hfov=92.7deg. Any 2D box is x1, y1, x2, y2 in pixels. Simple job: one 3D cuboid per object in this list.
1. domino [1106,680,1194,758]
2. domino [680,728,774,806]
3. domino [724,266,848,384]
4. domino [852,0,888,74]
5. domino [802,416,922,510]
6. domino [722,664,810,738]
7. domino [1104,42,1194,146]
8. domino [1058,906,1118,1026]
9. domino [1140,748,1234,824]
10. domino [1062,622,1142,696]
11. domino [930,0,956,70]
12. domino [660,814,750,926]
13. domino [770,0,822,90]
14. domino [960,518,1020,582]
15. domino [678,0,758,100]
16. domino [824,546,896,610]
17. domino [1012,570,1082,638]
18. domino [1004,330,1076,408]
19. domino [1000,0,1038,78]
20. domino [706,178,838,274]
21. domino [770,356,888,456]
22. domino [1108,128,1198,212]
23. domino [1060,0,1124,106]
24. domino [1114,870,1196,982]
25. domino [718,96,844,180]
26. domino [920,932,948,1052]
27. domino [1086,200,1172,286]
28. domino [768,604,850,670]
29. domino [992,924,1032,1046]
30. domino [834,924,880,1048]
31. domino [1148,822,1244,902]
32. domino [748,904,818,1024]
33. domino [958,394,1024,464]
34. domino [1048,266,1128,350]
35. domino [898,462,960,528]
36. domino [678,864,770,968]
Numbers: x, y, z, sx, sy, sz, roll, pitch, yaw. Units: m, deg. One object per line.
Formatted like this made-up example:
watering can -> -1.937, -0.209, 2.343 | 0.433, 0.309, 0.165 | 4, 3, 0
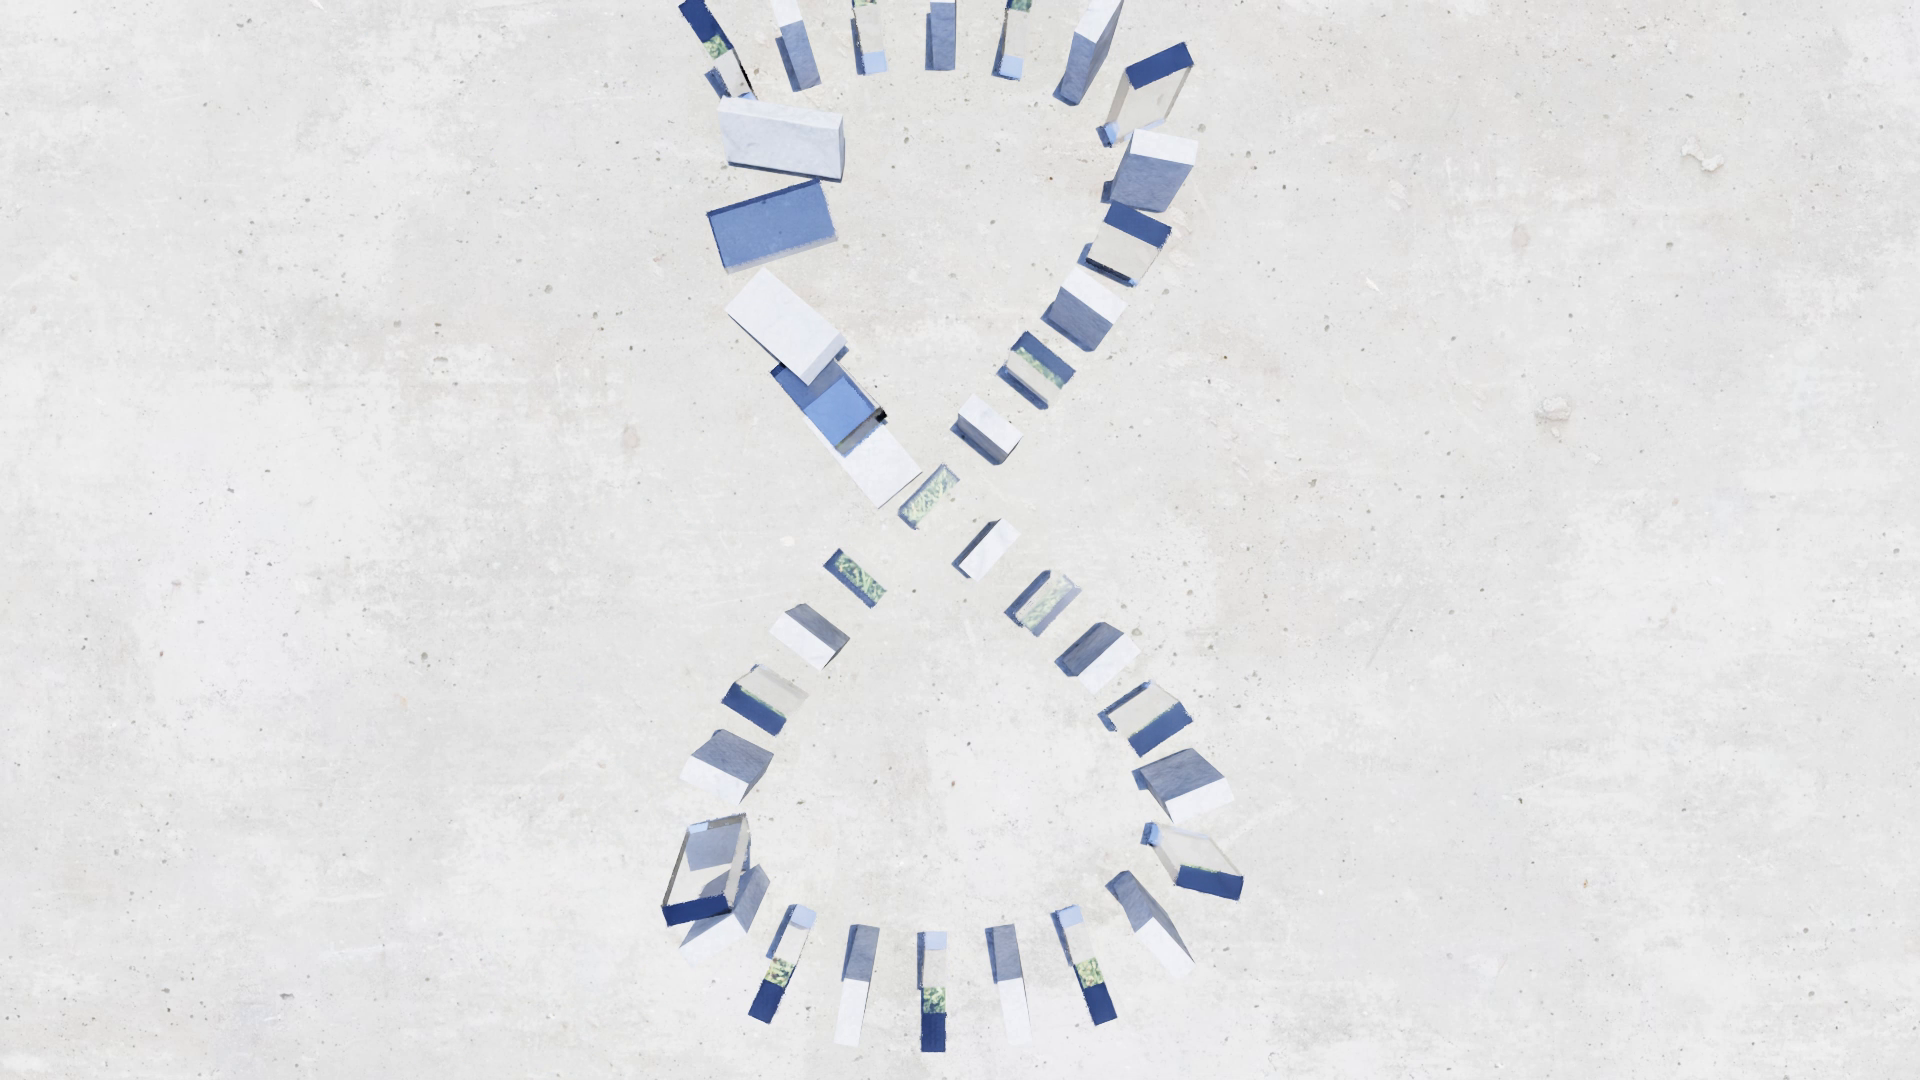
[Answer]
domino -> 0.076, 0.072, 0.375 | 0.025, 0.050, 0.009 | -34, 90, 0
domino -> -0.094, 0.092, 0.375 | 0.025, 0.050, 0.010 | 26, 90, 0
domino -> -0.074, -0.091, 0.387 | 0.050, 0.010, 0.025 | 42, 90, 19
domino -> -0.038, -0.216, 0.375 | 0.010, 0.050, 0.025 | -7, 90, 0
domino -> -0.042, -0.041, 0.395 | 0.025, 0.010, 0.050 | -40, 90, 0
domino -> -0.078, 0.065, 0.375 | 0.025, 0.050, 0.010 | 33, 90, 0
domino -> 0.076, -0.181, 0.375 | 0.025, 0.050, 0.009 | -24, 90, 0
domino -> 0.052, 0.173, 0.375 | 0.009, 0.050, 0.025 | -20, 90, 0
domino -> 0.092, 0.100, 0.375 | 0.025, 0.050, 0.010 | -22, 90, 0
domino -> 0.057, 0.047, 0.375 | 0.025, 0.050, 0.009 | -42, 90, 0
domino -> -0.006, -0.218, 0.375 | 0.009, 0.050, 0.025 | 1, 90, 0
domino -> -0.103, 0.134, 0.375 | 0.025, 0.050, 0.009 | -12, 109, 0
domino -> -0.069, -0.209, 0.375 | 0.010, 0.050, 0.025 | -19, 90, 0
domino -> 0.012, 0.004, 0.375 | 0.009, 0.050, 0.025 | 42, 90, 0
domino -> -0.097, -0.196, 0.375 | 0.009, 0.050, 0.025 | -34, 90, 0
domino -> -0.040, 0.015, 0.375 | 0.025, 0.050, 0.010 | 42, 90, 0
domino -> 0.035, 0.025, 0.375 | 0.010, 0.050, 0.025 | 43, 90, 0
domino -> 0.032, -0.069, 0.375 | 0.025, 0.050, 0.010 | 39, 90, 0
domino -> 0.025, -0.214, 0.375 | 0.009, 0.050, 0.025 | 13, 90, 0
domino -> -0.081, -0.135, 0.395 | 0.050, 0.009, 0.025 | -17, 90, 0
domino -> -0.056, -0.062, 0.385 | 0.025, 0.009, 0.050 | -42, 66, -1
domino -> 0.078, -0.150, 0.375 | 0.025, 0.050, 0.009 | 11, 90, 0
domino -> 0.054, -0.203, 0.375 | 0.010, 0.050, 0.025 | 30, 90, 0
domino -> 0.079, 0.157, 0.375 | 0.009, 0.050, 0.025 | -42, 90, 0
domino -> -0.075, -0.170, 0.387 | 0.050, 0.025, 0.009 | 9, 61, 0
domino -> -0.010, 0.183, 0.375 | 0.010, 0.050, 0.025 | 0, 90, 0
domino -> 0.068, -0.120, 0.375 | 0.025, 0.050, 0.009 | 25, 90, 0
domino -> -0.060, 0.039, 0.375 | 0.025, 0.050, 0.010 | 38, 90, 0
domino -> 0.021, 0.180, 0.375 | 0.009, 0.050, 0.025 | -10, 90, 0
domino -> -0.042, 0.181, 0.375 | 0.010, 0.050, 0.025 | 10, 90, 0
domino -> 0.096, 0.131, 0.375 | 0.025, 0.050, 0.009 | 14, 90, 0
domino -> -0.072, 0.172, 0.375 | 0.009, 0.050, 0.025 | 25, 90, 0
domino -> 0.012, -0.045, 0.375 | 0.025, 0.050, 0.010 | 40, 90, 0
domino -> 0.051, -0.094, 0.375 | 0.025, 0.050, 0.009 | 36, 90, 0
domino -> -0.012, -0.017, 0.375 | 0.010, 0.050, 0.025 | 44, 90, 0
domino -> -0.095, 0.153, 0.375 | 0.025, 0.050, 0.009 | -33, 92, 0
